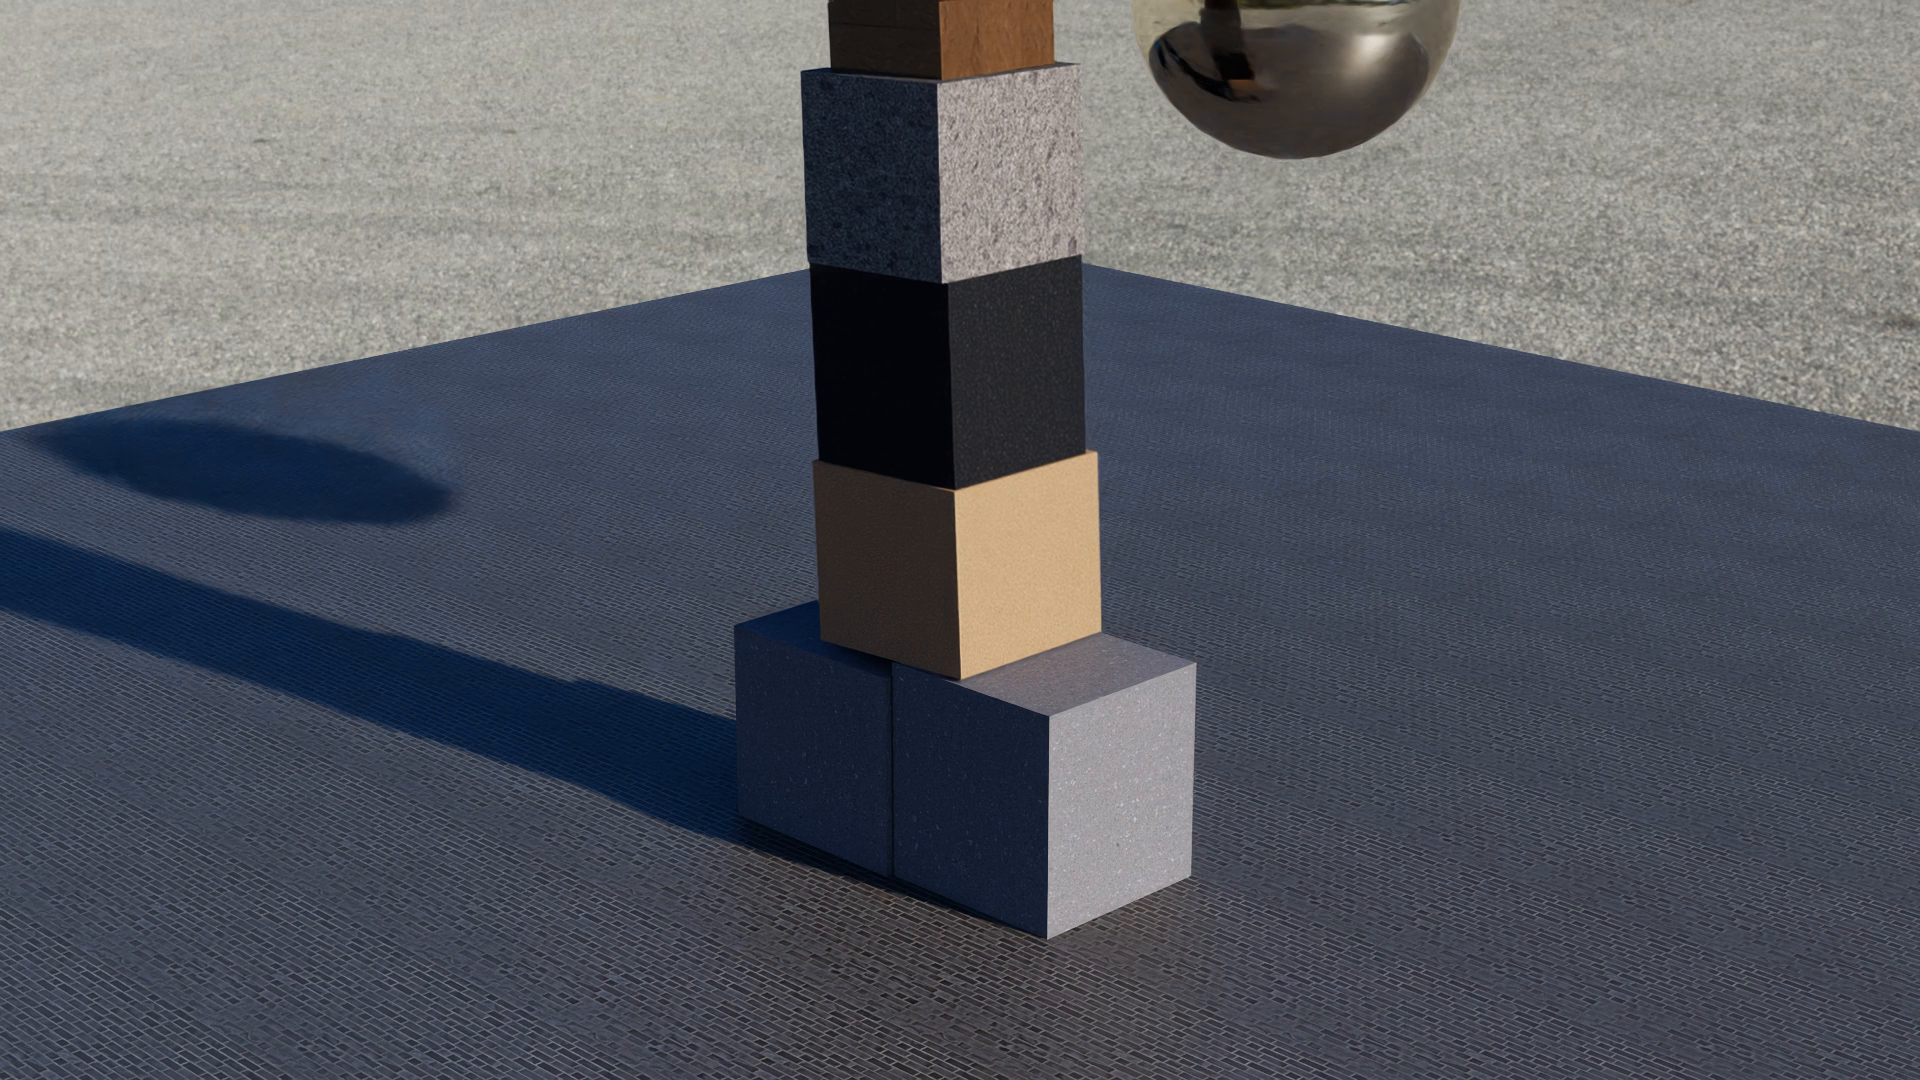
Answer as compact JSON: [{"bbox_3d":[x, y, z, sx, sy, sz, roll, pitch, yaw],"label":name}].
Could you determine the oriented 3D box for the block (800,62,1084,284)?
[{"bbox_3d":[-0.071,-1.655,12.895,0.890,0.842,0.849,-16,21,-43],"label":"block"}]

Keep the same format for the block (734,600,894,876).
[{"bbox_3d":[-0.359,0.869,13.965,0.970,0.967,1.033,-17,24,-42],"label":"block"}]

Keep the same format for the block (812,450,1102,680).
[{"bbox_3d":[-0.009,0.030,13.371,0.913,0.850,0.913,-17,21,-42],"label":"block"}]

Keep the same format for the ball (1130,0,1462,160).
[{"bbox_3d":[1.623,-2.649,14.210,1.600,1.600,1.600,0,17,0],"label":"ball"}]

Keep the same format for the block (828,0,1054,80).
[{"bbox_3d":[-0.088,-2.407,12.691,0.692,0.717,0.690,-17,21,-42],"label":"block"}]

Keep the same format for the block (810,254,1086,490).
[{"bbox_3d":[-0.050,-0.812,13.125,0.835,0.906,0.873,-17,21,-42],"label":"block"}]

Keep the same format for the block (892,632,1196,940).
[{"bbox_3d":[0.377,1.043,13.291,0.959,1.039,0.971,-17,24,-42],"label":"block"}]
